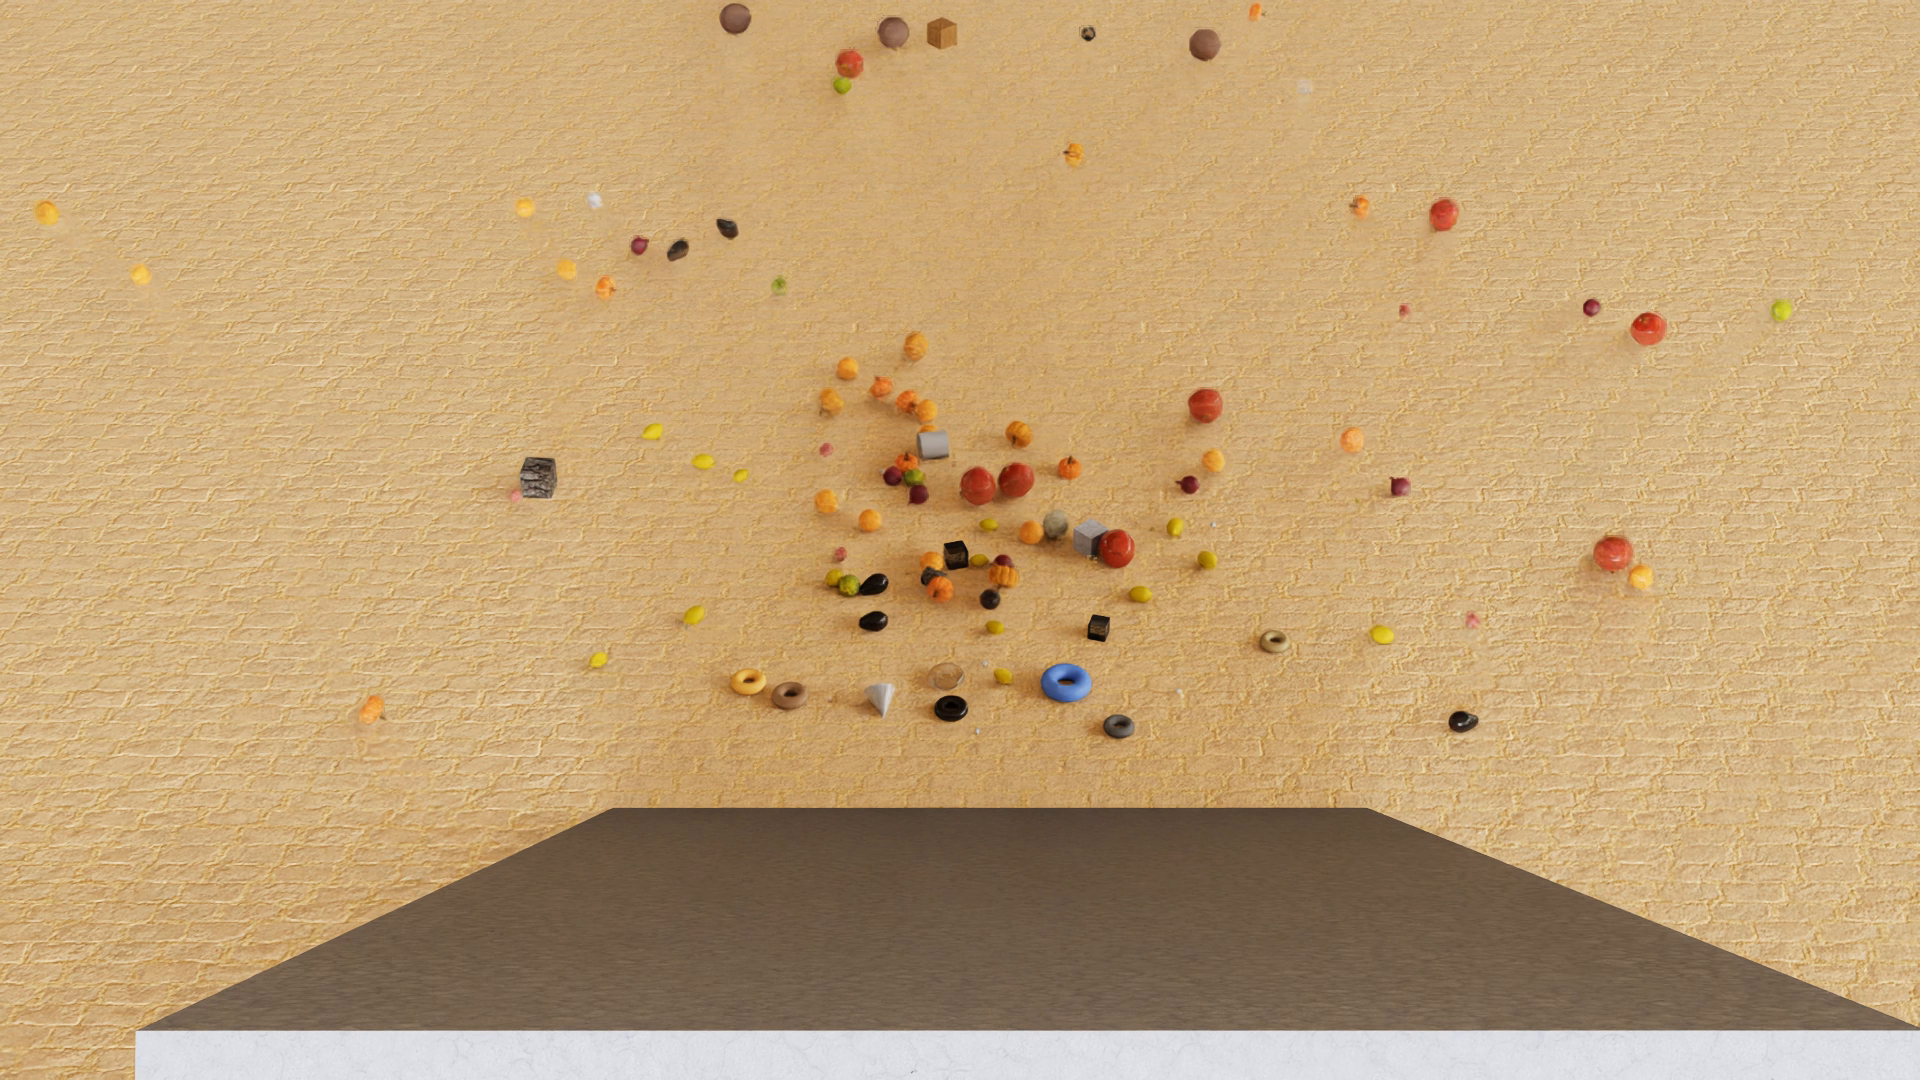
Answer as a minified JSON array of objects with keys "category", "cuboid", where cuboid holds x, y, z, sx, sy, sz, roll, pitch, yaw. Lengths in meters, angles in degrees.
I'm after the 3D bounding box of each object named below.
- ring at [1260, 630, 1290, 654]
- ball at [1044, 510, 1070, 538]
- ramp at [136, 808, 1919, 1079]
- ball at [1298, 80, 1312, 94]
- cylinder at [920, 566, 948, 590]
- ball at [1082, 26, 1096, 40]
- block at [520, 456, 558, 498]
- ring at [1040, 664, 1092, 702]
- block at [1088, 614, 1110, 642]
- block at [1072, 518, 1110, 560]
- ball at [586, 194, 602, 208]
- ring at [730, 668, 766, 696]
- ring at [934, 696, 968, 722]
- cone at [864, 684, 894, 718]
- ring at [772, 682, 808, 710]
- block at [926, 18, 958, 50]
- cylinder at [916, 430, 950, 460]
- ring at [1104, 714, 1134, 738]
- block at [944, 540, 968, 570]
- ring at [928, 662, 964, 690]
[{"category":"ring","cuboid":[0.916,0.296,7.567,0.088,0.029,0.088,0,38,0]},{"category":"ball","cuboid":[0.296,-0.049,7.991,0.081,0.081,0.081,0,36,0]},{"category":"ramp","cuboid":[0.080,0.679,4.898,2.000,0.100,4.000,0,-2,0]},{"category":"ball","cuboid":[1.382,-1.809,10.400,0.056,0.056,0.056,0,36,0]},{"category":"cylinder","cuboid":[-0.078,0.116,7.787,0.057,0.057,0.057,24,43,29]},{"category":"ball","cuboid":[0.532,-2.102,10.795,0.060,0.060,0.060,0,36,0]},{"category":"block","cuboid":[-1.325,-0.196,8.181,0.092,0.092,0.092,3,36,4]},{"category":"ring","cuboid":[0.302,0.406,7.401,0.145,0.048,0.145,1,37,-1]},{"category":"block","cuboid":[0.406,0.257,7.599,0.053,0.053,0.053,11,38,14]},{"category":"block","cuboid":[0.400,-0.004,7.933,0.077,0.077,0.077,-29,45,-33]},{"category":"ball","cuboid":[-1.359,-1.259,9.652,0.057,0.057,0.057,0,36,0]},{"category":"ring","cuboid":[-0.603,0.404,7.417,0.101,0.034,0.101,1,37,-1]},{"category":"ring","cuboid":[-0.025,0.474,7.323,0.098,0.033,0.098,0,38,0]},{"category":"cone","cuboid":[-0.222,0.464,7.329,0.090,0.090,0.090,-5,63,-7]},{"category":"ring","cuboid":[-0.482,0.441,7.366,0.106,0.035,0.106,-1,36,1]},{"category":"block","cuboid":[-0.074,-2.095,10.760,0.090,0.090,0.090,-28,45,-32]},{"category":"cylinder","cuboid":[-0.087,-0.303,8.330,0.087,0.087,0.087,-8,37,-10]},{"category":"ring","cuboid":[0.444,0.520,7.262,0.089,0.030,0.089,1,36,-1]},{"category":"block","cuboid":[-0.012,0.046,7.879,0.060,0.060,0.060,-11,38,-14]},{"category":"ring","cuboid":[-0.040,0.391,7.433,0.108,0.036,0.108,-1,36,1]}]
